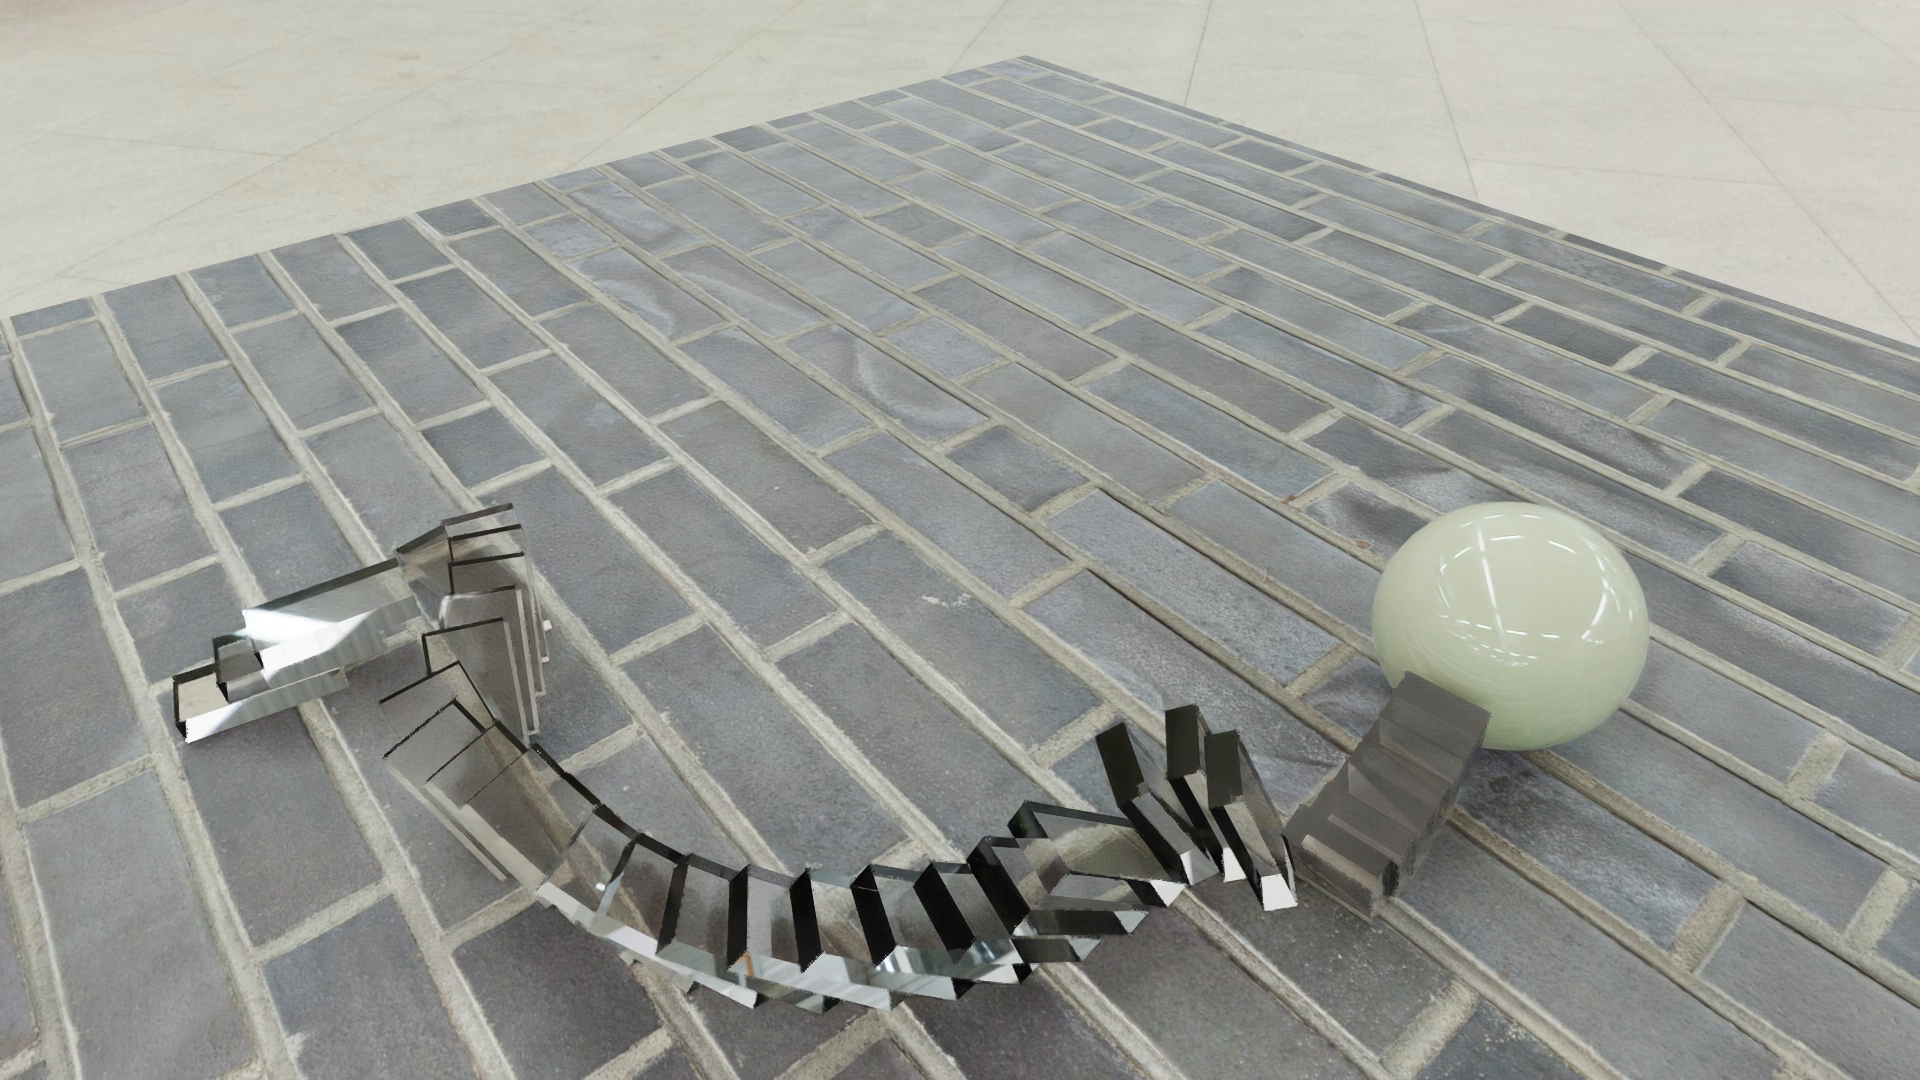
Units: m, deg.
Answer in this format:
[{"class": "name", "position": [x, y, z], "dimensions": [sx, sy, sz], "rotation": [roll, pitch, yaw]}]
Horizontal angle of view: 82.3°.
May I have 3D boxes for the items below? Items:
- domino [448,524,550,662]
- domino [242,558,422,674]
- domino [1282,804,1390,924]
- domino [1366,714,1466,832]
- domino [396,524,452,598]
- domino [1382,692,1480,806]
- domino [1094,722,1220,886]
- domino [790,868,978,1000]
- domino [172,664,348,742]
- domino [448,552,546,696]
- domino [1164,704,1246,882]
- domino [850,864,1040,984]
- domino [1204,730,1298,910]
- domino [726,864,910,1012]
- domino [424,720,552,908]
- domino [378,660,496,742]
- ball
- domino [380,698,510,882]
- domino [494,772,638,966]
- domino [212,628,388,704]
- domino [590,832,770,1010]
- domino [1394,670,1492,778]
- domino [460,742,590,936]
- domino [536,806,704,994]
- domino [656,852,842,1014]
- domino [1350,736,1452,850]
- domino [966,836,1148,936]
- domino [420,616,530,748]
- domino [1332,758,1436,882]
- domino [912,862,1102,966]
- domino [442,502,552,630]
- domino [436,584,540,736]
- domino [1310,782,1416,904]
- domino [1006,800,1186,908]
[{"class": "domino", "position": [-0.165, 0.021, 0.394], "dimensions": [0.025, 0.010, 0.050], "rotation": [-12, 78, -17]}, {"class": "domino", "position": [-0.218, 0.025, 0.382], "dimensions": [0.050, 0.010, 0.025], "rotation": [-24, 45, -26]}, {"class": "domino", "position": [0.104, 0.090, 0.303], "dimensions": [0.025, 0.050, 0.010], "rotation": [30, 76, 31]}, {"class": "domino", "position": [0.134, 0.070, 0.327], "dimensions": [0.025, 0.050, 0.010], "rotation": [30, 75, 31]}, {"class": "domino", "position": [-0.194, 0.011, 0.430], "dimensions": [0.050, 0.009, 0.025], "rotation": [27, 47, 29]}, {"class": "domino", "position": [0.141, 0.065, 0.333], "dimensions": [0.025, 0.050, 0.010], "rotation": [30, 75, 31]}, {"class": "domino", "position": [0.057, 0.077, 0.319], "dimensions": [0.009, 0.050, 0.025], "rotation": [-30, 38, 13]}, {"class": "domino", "position": [-0.020, 0.105, 0.292], "dimensions": [0.050, 0.009, 0.025], "rotation": [25, 28, -32]}, {"class": "domino", "position": [-0.243, 0.049, 0.383], "dimensions": [0.050, 0.010, 0.025], "rotation": [-20, 44, -23]}, {"class": "domino", "position": [-0.161, 0.031, 0.382], "dimensions": [0.025, 0.010, 0.050], "rotation": [-9, 77, -15]}, {"class": "domino", "position": [0.073, 0.074, 0.322], "dimensions": [0.009, 0.050, 0.025], "rotation": [-18, 34, 21]}, {"class": "domino", "position": [-0.004, 0.103, 0.295], "dimensions": [0.050, 0.010, 0.025], "rotation": [23, 25, -36]}, {"class": "domino", "position": [0.083, 0.080, 0.314], "dimensions": [0.010, 0.050, 0.025], "rotation": [-18, 34, 21]}, {"class": "domino", "position": [-0.037, 0.106, 0.292], "dimensions": [0.050, 0.010, 0.025], "rotation": [28, 30, -28]}, {"class": "domino", "position": [-0.129, 0.080, 0.323], "dimensions": [0.050, 0.010, 0.025], "rotation": [47, 49, -4]}, {"class": "domino", "position": [-0.154, 0.065, 0.340], "dimensions": [0.025, 0.010, 0.050], "rotation": [-31, 87, -31]}, {"class": "ball", "position": [0.175, 0.027, 0.354], "dimensions": [0.080, 0.080, 0.080], "rotation": [0, 39, 0]}, {"class": "domino", "position": [-0.144, 0.075, 0.329], "dimensions": [0.050, 0.009, 0.025], "rotation": [47, 52, -4]}, {"class": "domino", "position": [-0.102, 0.092, 0.309], "dimensions": [0.050, 0.010, 0.025], "rotation": [45, 46, -6]}, {"class": "domino", "position": [-0.230, 0.037, 0.384], "dimensions": [0.050, 0.010, 0.025], "rotation": [-20, 44, -23]}, {"class": "domino", "position": [-0.071, 0.102, 0.295], "dimensions": [0.050, 0.009, 0.025], "rotation": [35, 36, -18]}, {"class": "domino", "position": [0.147, 0.060, 0.340], "dimensions": [0.025, 0.050, 0.009], "rotation": [30, 75, 31]}, {"class": "domino", "position": [-0.115, 0.086, 0.316], "dimensions": [0.050, 0.010, 0.025], "rotation": [47, 49, -4]}, {"class": "domino", "position": [-0.087, 0.098, 0.301], "dimensions": [0.050, 0.009, 0.025], "rotation": [40, 41, -13]}, {"class": "domino", "position": [-0.054, 0.105, 0.292], "dimensions": [0.050, 0.010, 0.025], "rotation": [31, 33, -24]}, {"class": "domino", "position": [0.127, 0.075, 0.320], "dimensions": [0.025, 0.050, 0.009], "rotation": [30, 75, 31]}, {"class": "domino", "position": [0.027, 0.096, 0.304], "dimensions": [0.050, 0.009, 0.025], "rotation": [18, 23, -42]}, {"class": "domino", "position": [-0.156, 0.053, 0.357], "dimensions": [0.025, 0.009, 0.050], "rotation": [-12, 79, -14]}, {"class": "domino", "position": [0.120, 0.081, 0.314], "dimensions": [0.025, 0.050, 0.009], "rotation": [30, 75, 31]}, {"class": "domino", "position": [0.013, 0.101, 0.298], "dimensions": [0.050, 0.010, 0.025], "rotation": [19, 23, -42]}, {"class": "domino", "position": [-0.172, 0.013, 0.409], "dimensions": [0.025, 0.010, 0.050], "rotation": [-18, 72, -20]}, {"class": "domino", "position": [-0.158, 0.042, 0.369], "dimensions": [0.025, 0.009, 0.050], "rotation": [-10, 78, -13]}, {"class": "domino", "position": [0.113, 0.085, 0.308], "dimensions": [0.025, 0.050, 0.009], "rotation": [30, 75, 31]}, {"class": "domino", "position": [0.039, 0.089, 0.311], "dimensions": [0.050, 0.010, 0.025], "rotation": [20, 22, -38]}]
